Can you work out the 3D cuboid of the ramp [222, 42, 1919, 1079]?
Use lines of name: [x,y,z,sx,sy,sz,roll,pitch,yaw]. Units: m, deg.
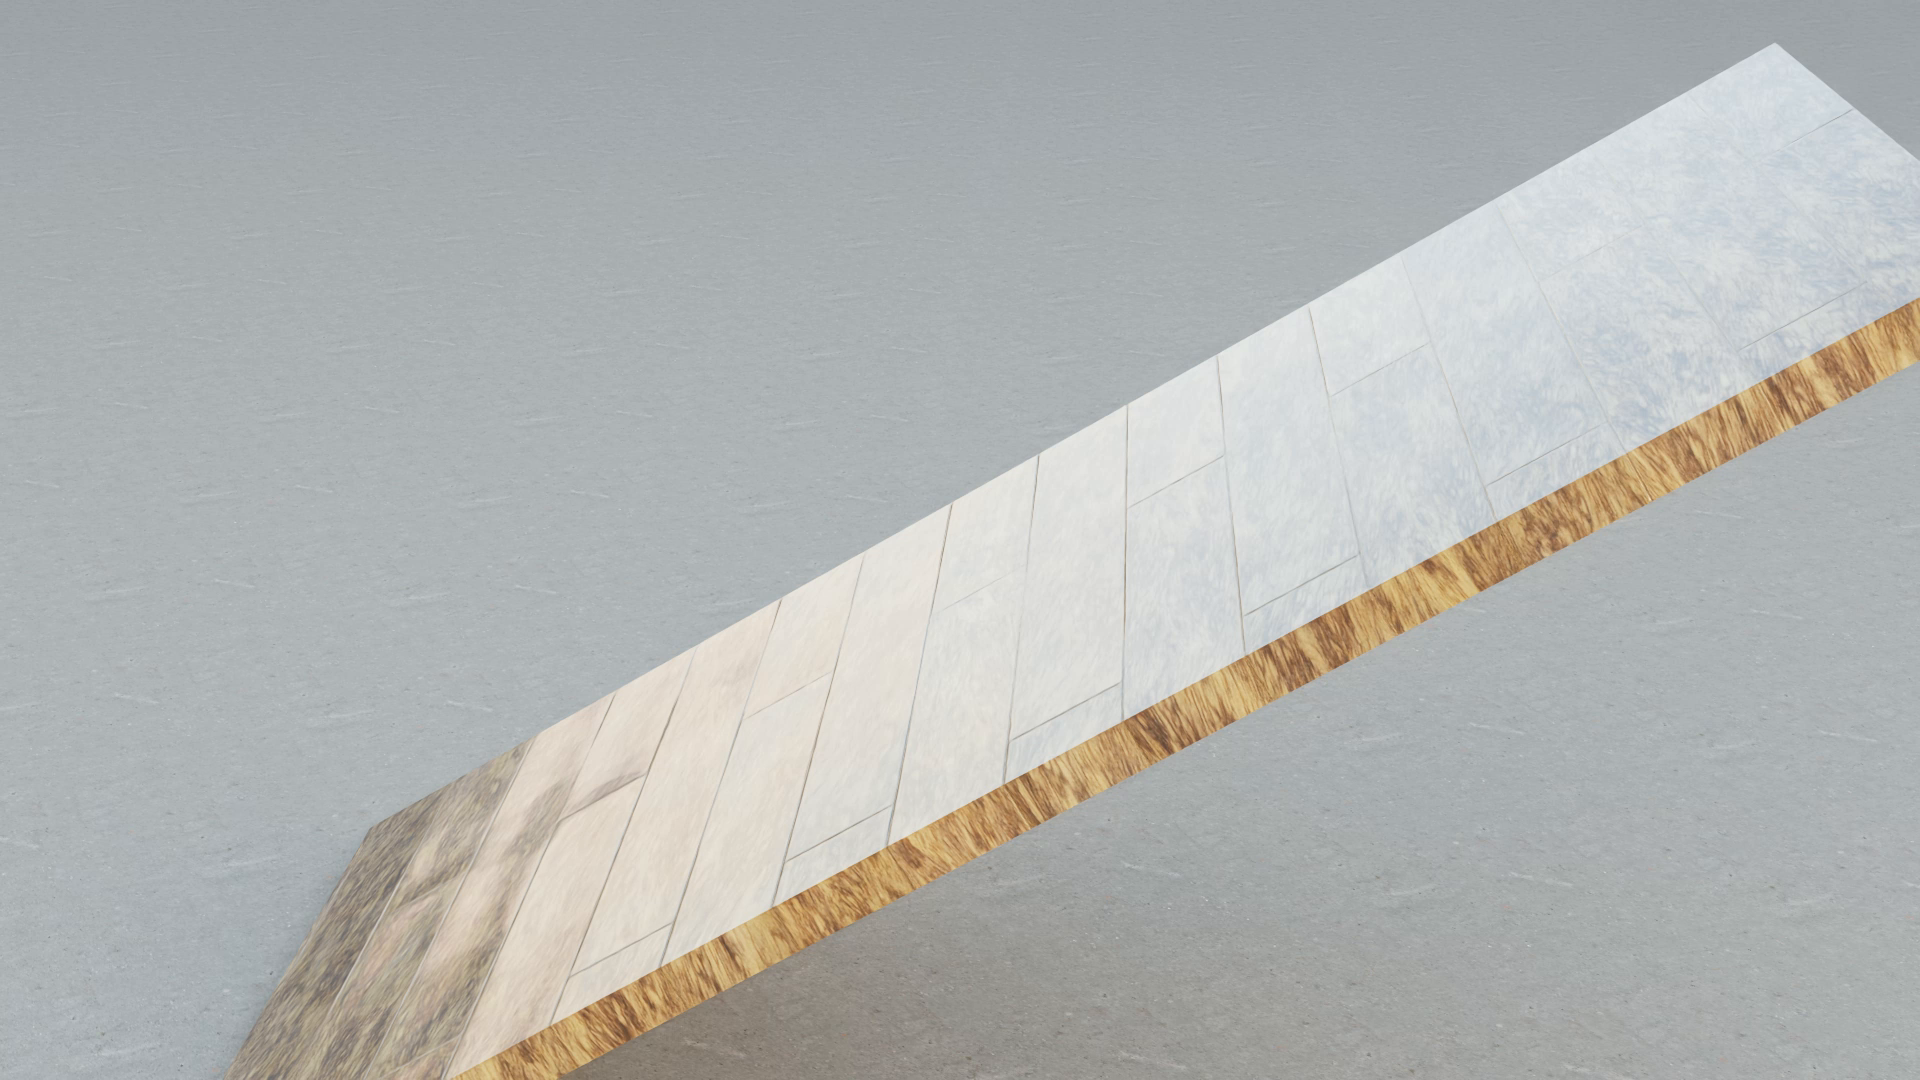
ramp: [0.142,0.168,6.287,4.000,0.100,2.000,-29,15,12]
